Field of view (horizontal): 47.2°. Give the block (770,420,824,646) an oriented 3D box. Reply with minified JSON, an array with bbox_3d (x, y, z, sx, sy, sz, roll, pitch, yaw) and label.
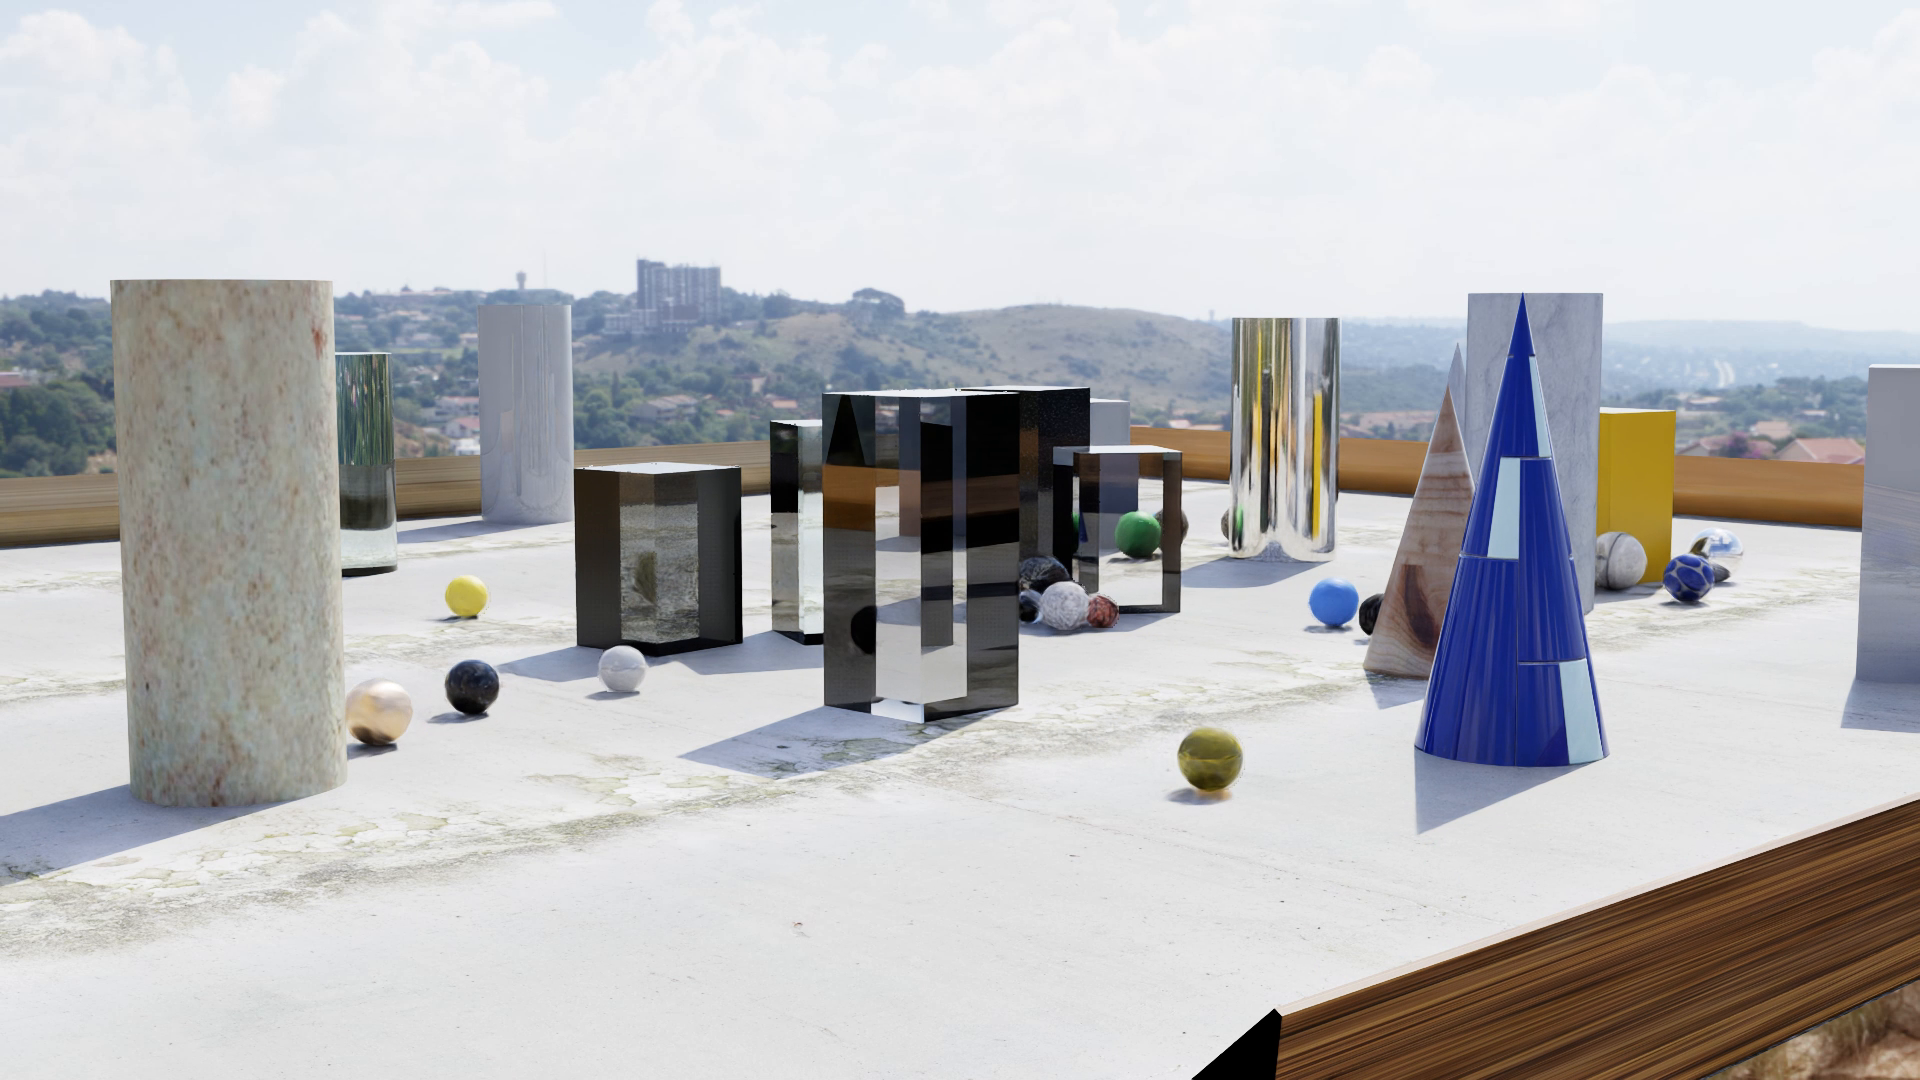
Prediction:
[{"bbox_3d":[-0.162,-0.015,3.007,0.156,0.291,0.156,-2,6,-21],"label":"block"}]

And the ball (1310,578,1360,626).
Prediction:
[{"bbox_3d":[0.527,0.087,3.098,0.070,0.070,0.070,0,6,0],"label":"ball"}]

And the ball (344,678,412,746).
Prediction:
[{"bbox_3d":[-0.596,0.176,2.251,0.069,0.069,0.069,0,6,0],"label":"ball"}]

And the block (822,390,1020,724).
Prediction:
[{"bbox_3d":[-0.044,0.012,2.465,0.156,0.352,0.156,6,8,44],"label":"block"}]

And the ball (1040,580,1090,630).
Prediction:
[{"bbox_3d":[0.146,0.091,3.060,0.069,0.069,0.069,0,6,0],"label":"ball"}]

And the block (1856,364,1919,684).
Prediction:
[{"bbox_3d":[1.183,-0.023,2.673,0.156,0.376,0.156,3,7,24],"label":"block"}]

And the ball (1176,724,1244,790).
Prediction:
[{"bbox_3d":[0.232,0.202,2.040,0.061,0.061,0.061,0,6,0],"label":"ball"}]

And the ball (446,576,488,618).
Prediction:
[{"bbox_3d":[-0.716,0.081,3.193,0.061,0.061,0.061,0,6,0],"label":"ball"}]

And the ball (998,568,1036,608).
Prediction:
[{"bbox_3d":[0.085,0.072,3.297,0.058,0.058,0.058,0,6,0],"label":"ball"}]

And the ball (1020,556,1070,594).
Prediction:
[{"bbox_3d":[0.118,0.066,3.214,0.088,0.088,0.088,0,6,0],"label":"ball"}]

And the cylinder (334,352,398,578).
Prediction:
[{"bbox_3d":[-1.061,-0.132,3.740,0.195,0.370,0.195,0,6,0],"label":"cylinder"}]

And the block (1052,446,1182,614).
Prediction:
[{"bbox_3d":[0.233,-0.017,3.289,0.156,0.237,0.156,-1,6,-11],"label":"block"}]

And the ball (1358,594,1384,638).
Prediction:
[{"bbox_3d":[0.570,0.104,2.975,0.062,0.062,0.062,0,6,0],"label":"ball"}]

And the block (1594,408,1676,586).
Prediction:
[{"bbox_3d":[1.064,-0.075,3.635,0.156,0.279,0.156,-4,7,-34],"label":"block"}]

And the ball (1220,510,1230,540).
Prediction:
[{"bbox_3d":[0.532,-0.029,4.201,0.070,0.070,0.070,0,6,0],"label":"ball"}]

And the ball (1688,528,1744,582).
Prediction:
[{"bbox_3d":[1.239,0.024,3.606,0.089,0.089,0.089,0,6,0],"label":"ball"}]

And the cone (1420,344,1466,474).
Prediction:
[{"bbox_3d":[0.902,-0.168,4.003,0.195,0.388,0.195,0,6,0],"label":"cone"}]

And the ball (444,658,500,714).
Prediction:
[{"bbox_3d":[-0.538,0.162,2.427,0.061,0.061,0.061,0,6,0],"label":"ball"}]

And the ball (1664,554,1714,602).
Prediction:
[{"bbox_3d":[1.111,0.058,3.353,0.074,0.074,0.074,0,6,0],"label":"ball"}]

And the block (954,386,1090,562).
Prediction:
[{"bbox_3d":[0.099,-0.081,3.495,0.156,0.321,0.156,4,7,34],"label":"block"}]

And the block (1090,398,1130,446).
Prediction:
[{"bbox_3d":[0.219,-0.131,4.211,0.156,0.271,0.156,-3,7,-26],"label":"block"}]

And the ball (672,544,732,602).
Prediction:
[{"bbox_3d":[-0.395,0.049,3.362,0.089,0.089,0.089,0,6,0],"label":"ball"}]

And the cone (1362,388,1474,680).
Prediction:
[{"bbox_3d":[0.599,-0.016,2.718,0.195,0.353,0.195,0,6,0],"label":"cone"}]

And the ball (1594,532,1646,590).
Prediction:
[{"bbox_3d":[1.040,0.033,3.490,0.095,0.095,0.095,0,6,0],"label":"ball"}]

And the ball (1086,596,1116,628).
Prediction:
[{"bbox_3d":[0.197,0.101,3.084,0.045,0.045,0.045,0,6,0],"label":"ball"}]

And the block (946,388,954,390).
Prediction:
[{"bbox_3d":[0.034,-0.159,4.411,0.156,0.284,0.156,3,7,26],"label":"block"}]

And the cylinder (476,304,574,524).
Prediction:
[{"bbox_3d":[-0.914,-0.267,4.633,0.195,0.454,0.195,0,6,0],"label":"cylinder"}]

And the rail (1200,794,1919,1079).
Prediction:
[{"bbox_3d":[1.217,0.170,2.021,4.315,0.126,0.045,-5,8,-42],"label":"rail"}]

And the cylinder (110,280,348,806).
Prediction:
[{"bbox_3d":[-0.677,-0.004,2.046,0.195,0.471,0.195,0,6,0],"label":"cylinder"}]

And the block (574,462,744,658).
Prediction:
[{"bbox_3d":[-0.400,0.022,2.921,0.156,0.236,0.156,5,8,39],"label":"block"}]

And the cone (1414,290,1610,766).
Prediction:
[{"bbox_3d":[0.562,-0.019,2.220,0.195,0.464,0.195,0,6,0],"label":"cone"}]

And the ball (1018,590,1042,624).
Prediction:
[{"bbox_3d":[0.099,0.095,3.117,0.049,0.049,0.049,0,6,0],"label":"ball"}]

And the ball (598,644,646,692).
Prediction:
[{"bbox_3d":[-0.393,0.150,2.566,0.055,0.055,0.055,0,6,0],"label":"ball"}]

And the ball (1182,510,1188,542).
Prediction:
[{"bbox_3d":[0.379,-0.026,4.076,0.090,0.090,0.090,0,6,0],"label":"ball"}]

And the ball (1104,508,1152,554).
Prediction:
[{"bbox_3d":[0.307,-0.016,4.002,0.086,0.086,0.086,0,6,0],"label":"ball"}]

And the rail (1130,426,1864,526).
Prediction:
[{"bbox_3d":[1.568,-0.118,4.771,0.045,0.126,3.636,-5,8,-42],"label":"rail"}]

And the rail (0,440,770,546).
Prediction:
[{"bbox_3d":[-1.217,-0.105,4.643,4.315,0.126,0.045,-5,8,-42],"label":"rail"}]

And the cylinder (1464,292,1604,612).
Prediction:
[{"bbox_3d":[0.852,-0.133,3.283,0.195,0.468,0.195,0,6,0],"label":"cylinder"}]

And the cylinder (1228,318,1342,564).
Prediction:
[{"bbox_3d":[0.583,-0.183,3.947,0.195,0.430,0.195,0,6,0],"label":"cylinder"}]
